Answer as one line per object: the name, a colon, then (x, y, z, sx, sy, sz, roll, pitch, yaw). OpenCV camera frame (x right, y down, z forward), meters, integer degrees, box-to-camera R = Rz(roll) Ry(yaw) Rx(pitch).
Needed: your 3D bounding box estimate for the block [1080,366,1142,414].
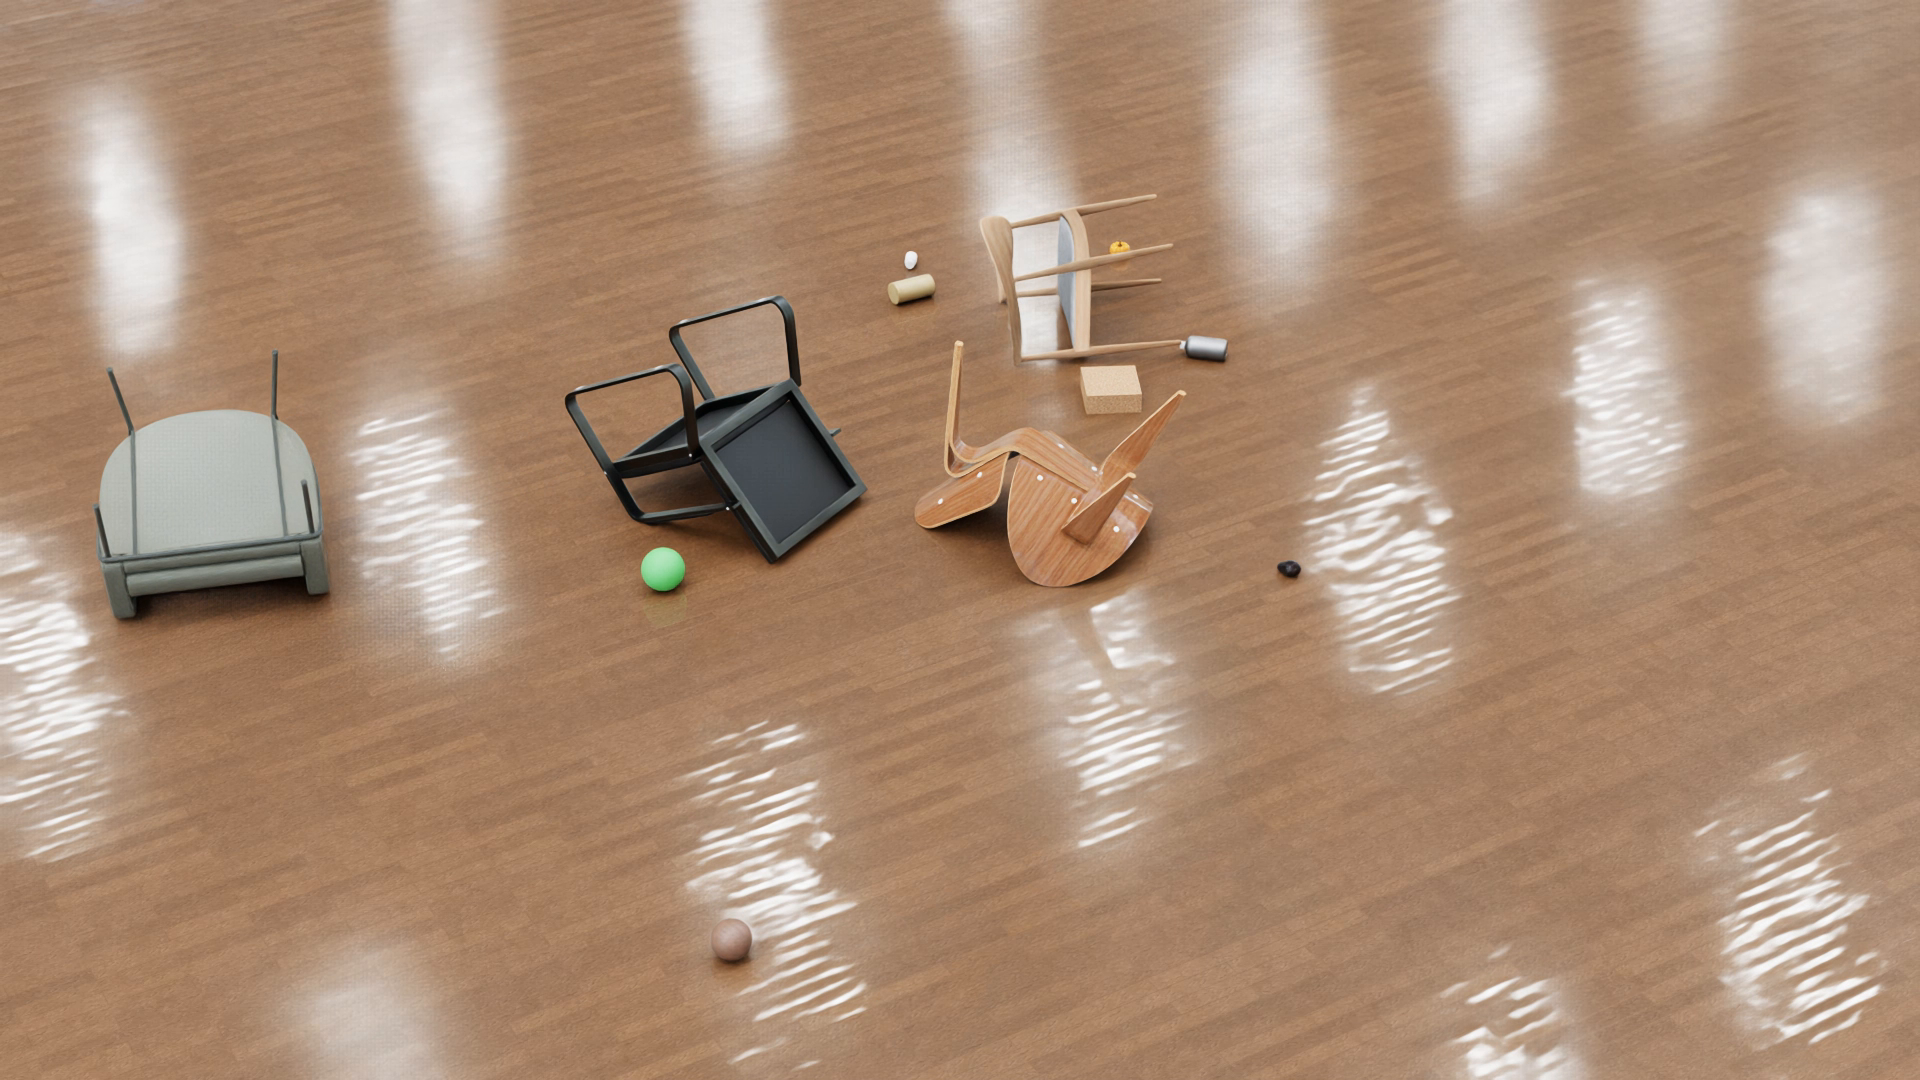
block: (0.606, -0.605, 11.785, 0.220, 0.084, 0.229, -2, 33, -3)

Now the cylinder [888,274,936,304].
cylinder: (-0.206, -1.069, 12.481, 0.175, 0.093, 0.104, -16, 20, -23)

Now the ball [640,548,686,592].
ball: (-1.077, 0.106, 10.638, 0.160, 0.160, 0.160, 0, 33, 0)
